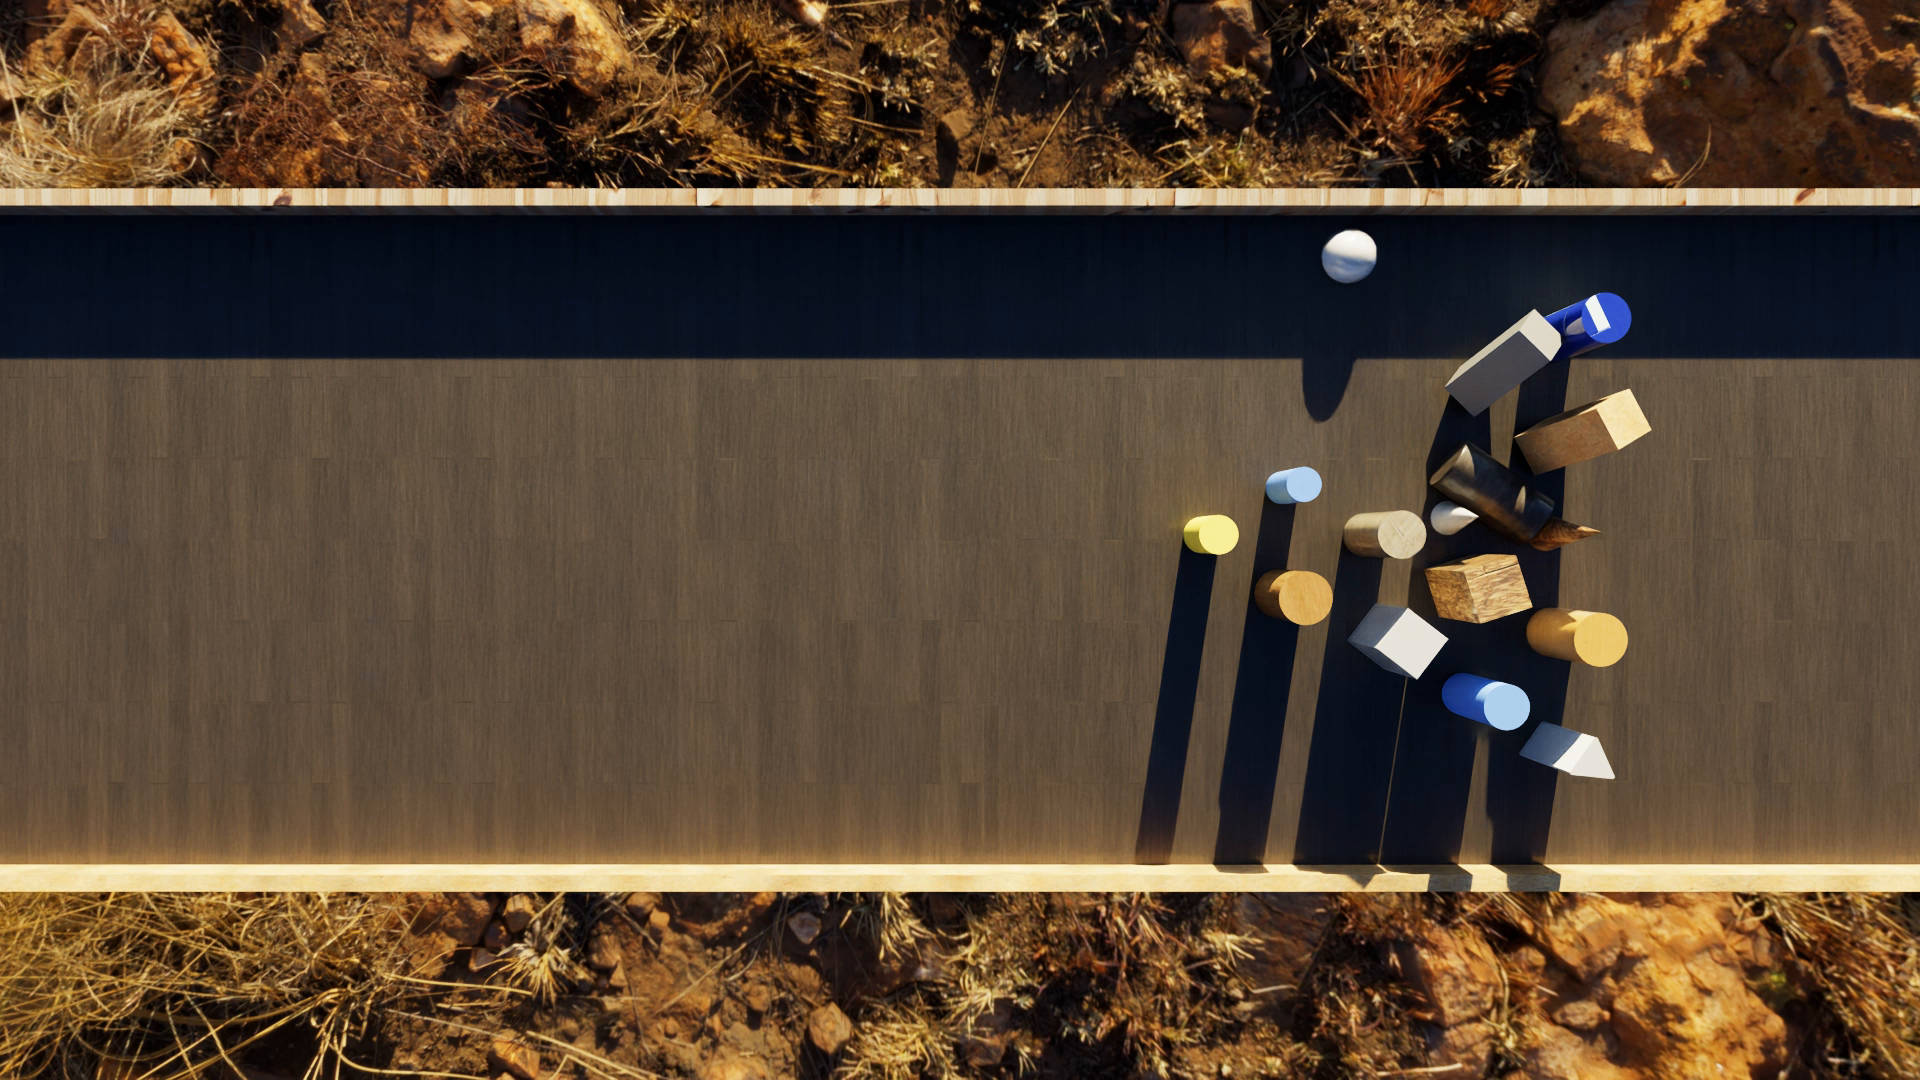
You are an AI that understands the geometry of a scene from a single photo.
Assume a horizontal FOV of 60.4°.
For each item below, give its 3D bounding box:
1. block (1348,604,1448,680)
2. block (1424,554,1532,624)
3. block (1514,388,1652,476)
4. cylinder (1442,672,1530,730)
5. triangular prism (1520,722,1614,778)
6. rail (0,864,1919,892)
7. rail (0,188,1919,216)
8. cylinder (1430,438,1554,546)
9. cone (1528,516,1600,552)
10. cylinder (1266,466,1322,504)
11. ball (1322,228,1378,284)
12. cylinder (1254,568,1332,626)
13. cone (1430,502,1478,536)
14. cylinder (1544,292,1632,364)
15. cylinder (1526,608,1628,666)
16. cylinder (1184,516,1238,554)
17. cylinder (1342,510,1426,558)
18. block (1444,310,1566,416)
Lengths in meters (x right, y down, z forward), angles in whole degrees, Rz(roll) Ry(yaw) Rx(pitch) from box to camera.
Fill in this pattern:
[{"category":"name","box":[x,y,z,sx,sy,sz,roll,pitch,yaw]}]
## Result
[{"category":"block","box":[1.292,0.296,4.892,0.146,0.368,0.146,38,90,0]},{"category":"block","box":[1.525,0.140,4.874,0.155,0.405,0.155,-18,90,0]},{"category":"block","box":[1.833,-0.314,4.872,0.133,0.386,0.133,-28,90,-19]},{"category":"cylinder","box":[1.548,0.473,4.872,0.130,0.410,0.130,0,90,0]},{"category":"triangular prism","box":[1.789,0.612,4.865,0.126,0.423,0.109,6,90,0]},{"category":"rail","box":[-2.247,1.025,5.001,12.000,0.150,0.050,0,90,0]},{"category":"rail","box":[-2.247,-1.025,5.002,12.000,0.150,0.050,0,90,0]},{"category":"cylinder","box":[1.609,-0.144,4.991,0.323,0.171,0.171,35,90,0]},{"category":"cone","box":[1.799,-0.022,4.848,0.115,0.457,0.115,0,90,0]},{"category":"cylinder","box":[0.991,-0.160,4.914,0.101,0.325,0.101,0,90,0]},{"category":"ball","box":[1.179,-0.860,4.994,0.165,0.165,0.165,0,90,0]},{"category":"cylinder","box":[0.982,0.165,4.881,0.153,0.392,0.153,0,90,0]},{"category":"cone","box":[1.501,-0.067,4.923,0.105,0.307,0.105,0,90,0]},{"category":"cylinder","box":[1.825,-0.623,4.876,0.144,0.393,0.144,0,88,-3]},{"category":"cylinder","box":[1.818,0.283,4.878,0.152,0.397,0.152,0,90,0]},{"category":"cylinder","box":[0.744,-0.015,4.909,0.113,0.336,0.113,0,90,0]},{"category":"cylinder","box":[1.246,-0.015,4.863,0.136,0.427,0.136,0,90,0]},{"category":"block","box":[1.618,-0.524,4.908,0.127,0.328,0.127,44,53,0]}]
